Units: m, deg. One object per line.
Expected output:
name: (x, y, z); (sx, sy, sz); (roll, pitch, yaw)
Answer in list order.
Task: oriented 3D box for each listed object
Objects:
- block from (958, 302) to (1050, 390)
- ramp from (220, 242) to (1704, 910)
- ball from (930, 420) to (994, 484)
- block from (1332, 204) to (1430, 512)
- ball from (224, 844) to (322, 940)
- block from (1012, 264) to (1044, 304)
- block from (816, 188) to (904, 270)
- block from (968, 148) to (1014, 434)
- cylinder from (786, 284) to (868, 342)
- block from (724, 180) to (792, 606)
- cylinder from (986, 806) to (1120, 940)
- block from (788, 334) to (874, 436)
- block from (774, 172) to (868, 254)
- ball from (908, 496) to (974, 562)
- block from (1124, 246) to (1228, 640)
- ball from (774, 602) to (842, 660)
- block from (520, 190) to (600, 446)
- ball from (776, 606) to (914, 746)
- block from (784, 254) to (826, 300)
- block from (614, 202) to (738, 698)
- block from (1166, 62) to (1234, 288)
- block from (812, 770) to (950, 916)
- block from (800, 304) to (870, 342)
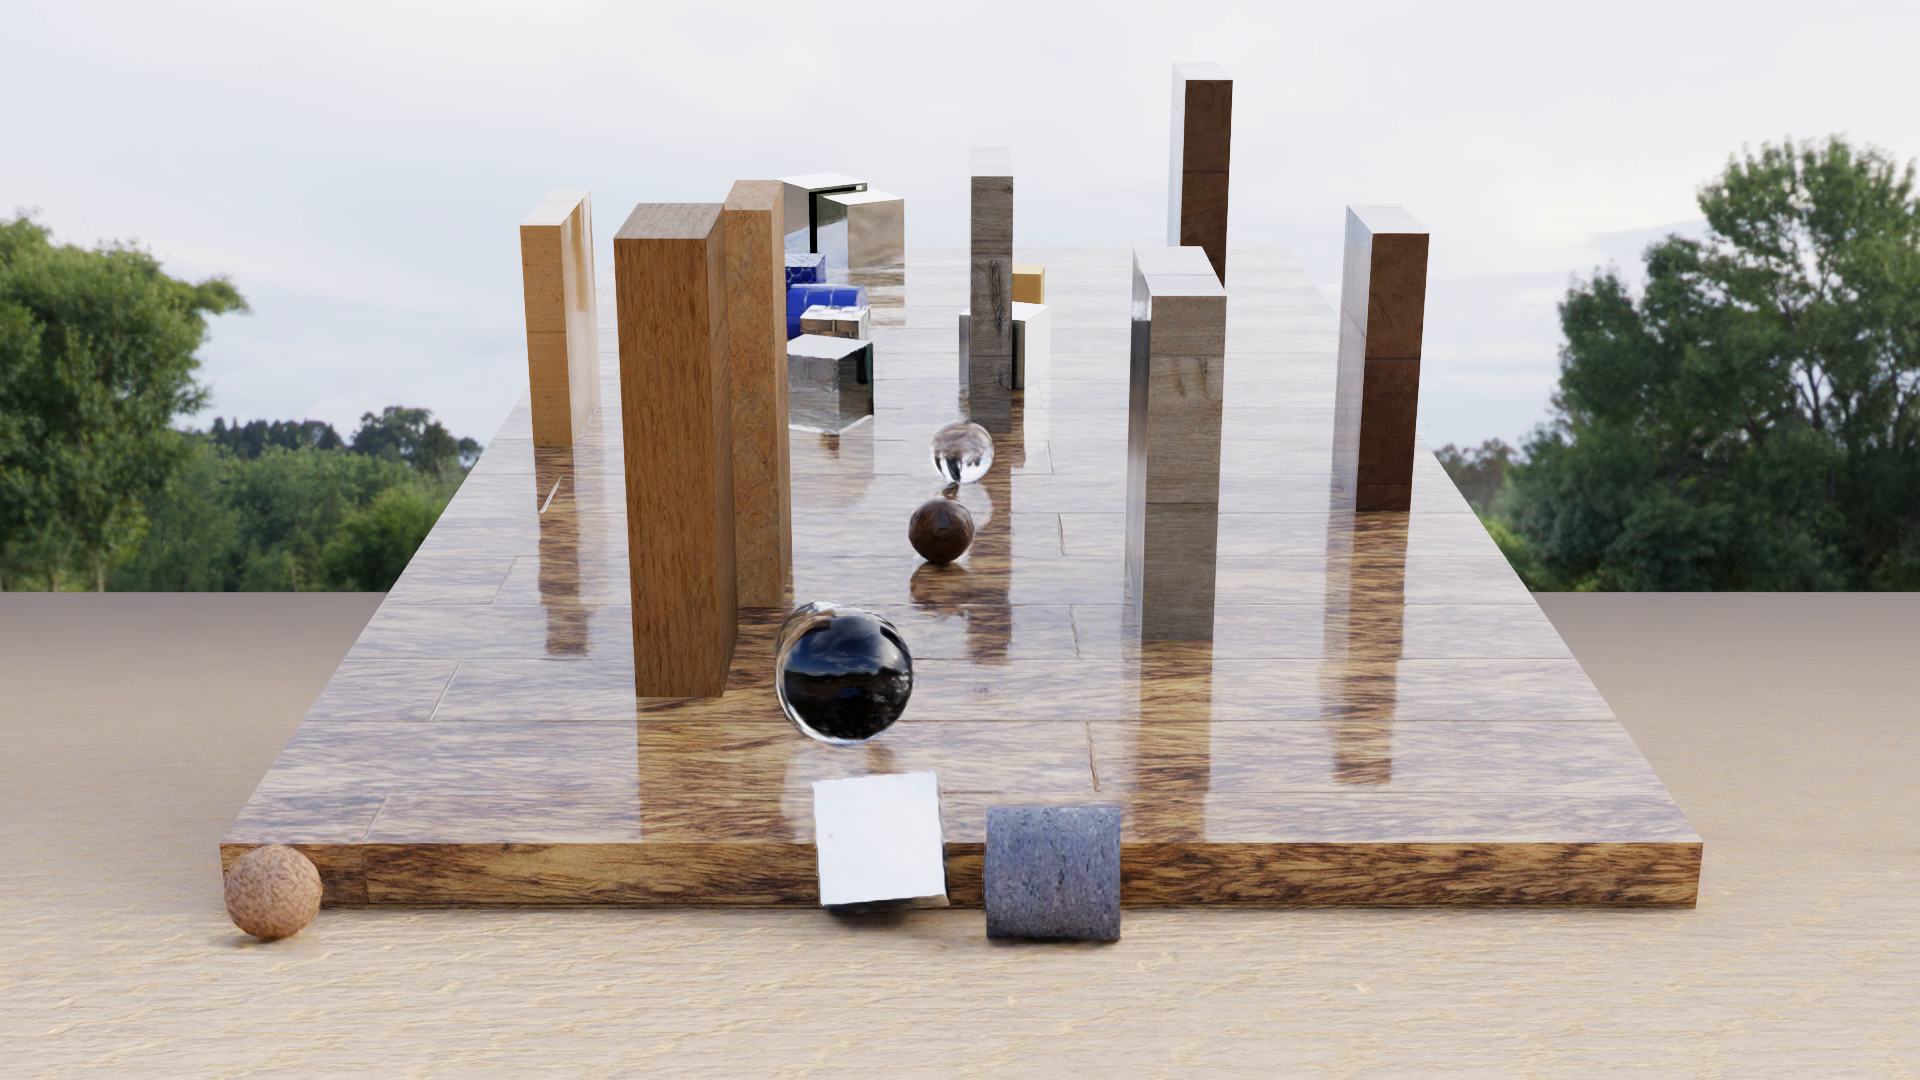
block: (0.105, -0.460, 5.294); (0.165, 0.165, 0.165); (8, 21, 21)
ramp: (-0.004, -0.198, 4.942); (2.000, 0.100, 4.000); (0, 19, 0)
ball: (0.005, -0.178, 4.534); (0.129, 0.129, 0.129); (0, -1, 0)
block: (0.822, -0.362, 4.431); (0.107, 0.547, 0.294); (0, 19, 0)
ball: (-0.856, 0.439, 2.809); (0.117, 0.117, 0.117); (0, -1, 0)
block: (0.165, -0.664, 5.970); (0.109, 0.109, 0.109); (2, 19, 7)
block: (-0.289, -0.905, 6.545); (0.187, 0.187, 0.187); (-11, 22, -30)
block: (0.066, -0.556, 4.968); (0.089, 0.559, 0.371); (0, 19, 0)
cylinder: (-0.325, -0.540, 5.515); (0.170, 0.170, 0.170); (3, -1, 9)
block: (-0.349, -0.255, 3.899); (0.082, 0.689, 0.277); (0, 19, 0)
cylinder: (0.116, 0.412, 2.790); (0.163, 0.163, 0.163); (0, -1, 3)
block: (-0.304, -0.343, 4.948); (0.169, 0.169, 0.169); (8, 21, 23)
block: (-0.413, -0.971, 6.715); (0.202, 0.202, 0.202); (-12, 23, -32)
ball: (-0.035, -0.019, 4.088); (0.120, 0.120, 0.120); (0, -1, 0)
block: (0.360, -0.172, 3.823); (0.119, 0.582, 0.380); (0, 19, 0)
ball: (-0.212, 0.169, 3.491); (0.149, 0.149, 0.149); (0, -1, 0)
block: (-0.865, -0.490, 4.902); (0.083, 0.475, 0.407); (0, 19, 0)
ball: (-0.170, 0.200, 3.322); (0.205, 0.205, 0.205); (0, -1, 0)
block: (-0.440, -0.646, 5.836); (0.162, 0.162, 0.162); (2, 19, 5)
block: (-0.437, -0.142, 3.520); (0.135, 0.722, 0.279); (0, 19, 0)
block: (0.527, -0.675, 5.038); (0.101, 0.741, 0.305); (0, 19, 0)
block: (-0.101, 0.398, 2.947); (0.158, 0.158, 0.158); (-5, -14, 1)
block: (-0.296, -0.473, 5.365); (0.142, 0.142, 0.142); (3, 19, 8)
